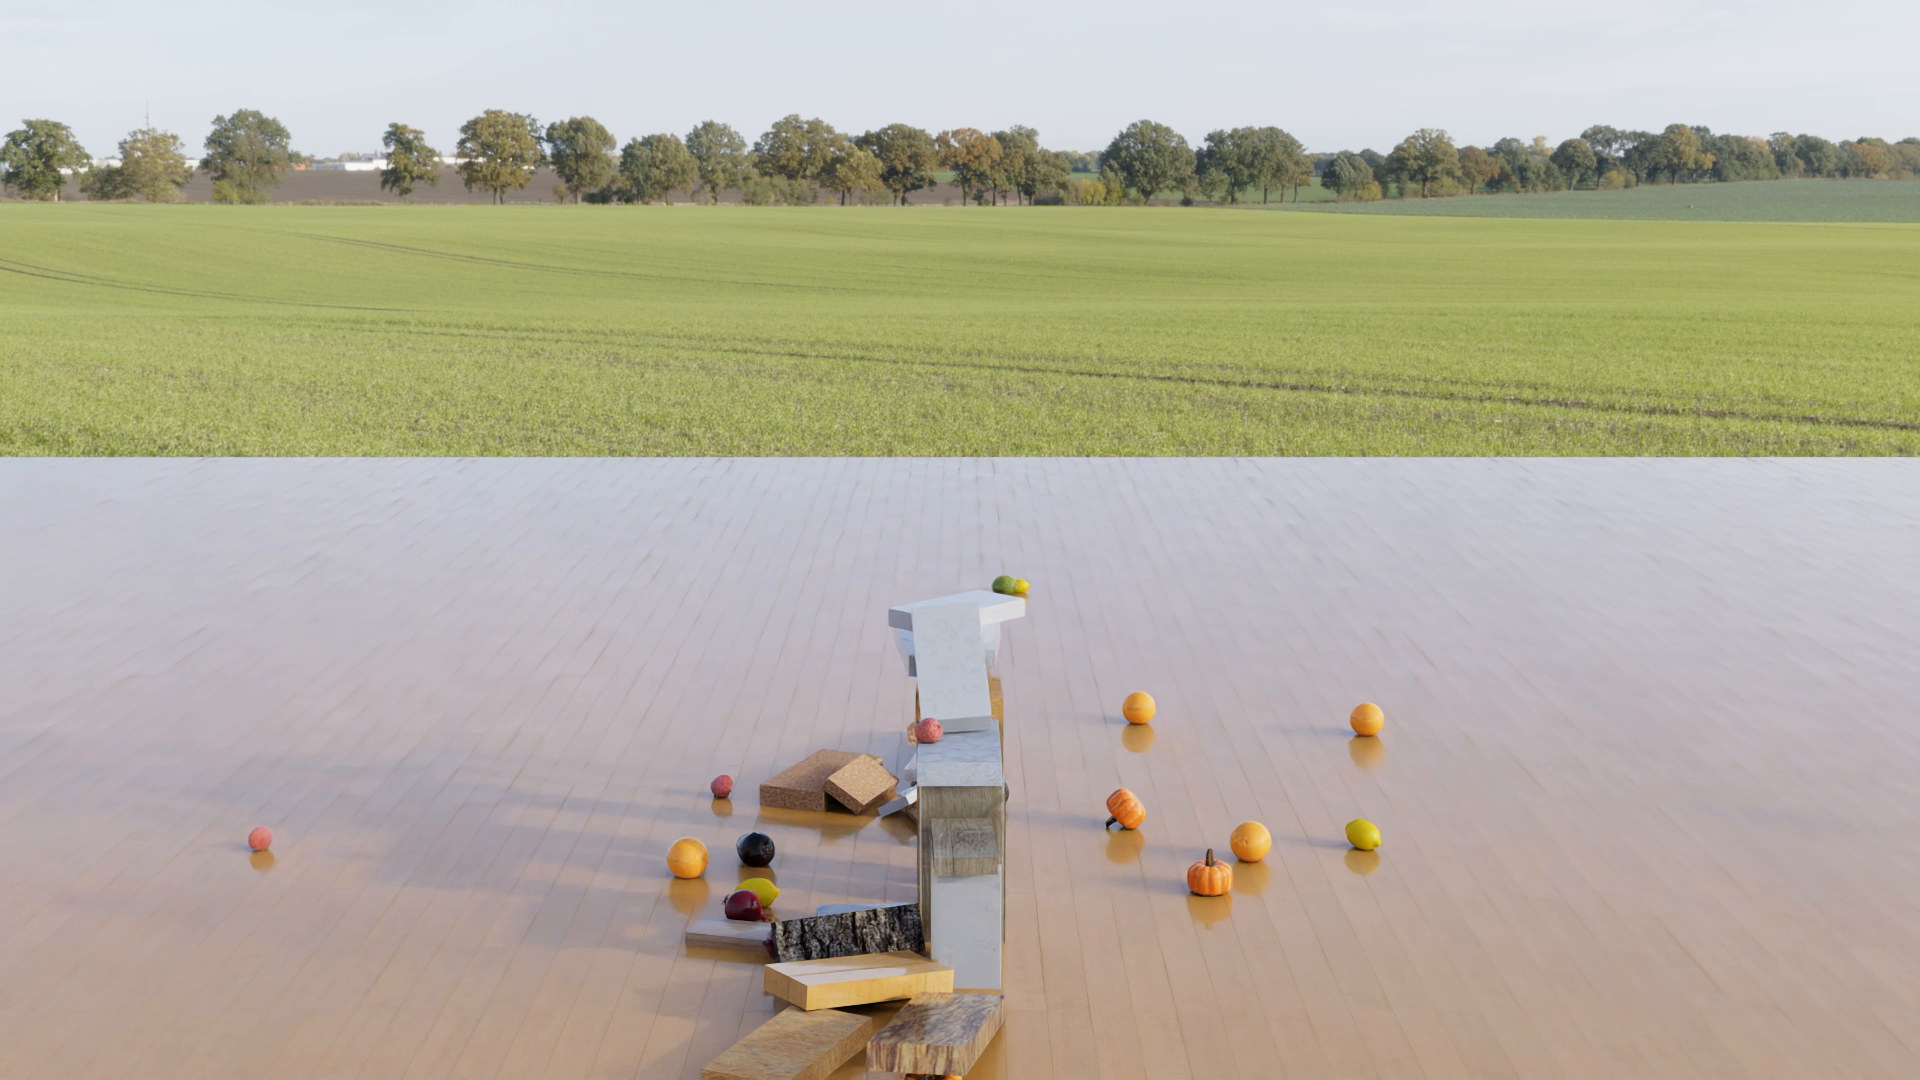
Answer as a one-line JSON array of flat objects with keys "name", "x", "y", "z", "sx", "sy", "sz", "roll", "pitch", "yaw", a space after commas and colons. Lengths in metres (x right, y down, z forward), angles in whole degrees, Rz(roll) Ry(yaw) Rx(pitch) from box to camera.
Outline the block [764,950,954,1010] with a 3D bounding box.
[{"name": "block", "x": -0.147, "y": 0.639, "z": 3.202, "sx": 0.248, "sy": 0.035, "sz": 0.124, "roll": 1, "pitch": 4, "yaw": -34}]

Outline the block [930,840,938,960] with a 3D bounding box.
[{"name": "block", "x": 0.002, "y": 0.551, "z": 3.371, "sx": 0.093, "sy": 0.185, "sz": 0.026, "roll": 0, "pitch": 10, "yaw": 0}]

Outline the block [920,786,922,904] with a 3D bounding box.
[{"name": "block", "x": -0.001, "y": 0.468, "z": 3.614, "sx": 0.130, "sy": 0.261, "sz": 0.037, "roll": 0, "pitch": 10, "yaw": 0}]

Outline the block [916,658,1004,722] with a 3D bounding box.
[{"name": "block", "x": -0.001, "y": 0.255, "z": 3.772, "sx": 0.145, "sy": 0.041, "sz": 0.290, "roll": 0, "pitch": 10, "yaw": 0}]

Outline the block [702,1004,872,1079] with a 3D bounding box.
[{"name": "block", "x": -0.232, "y": 0.699, "z": 2.988, "sx": 0.124, "sy": 0.035, "sz": 0.247, "roll": 5, "pitch": 12, "yaw": 25}]

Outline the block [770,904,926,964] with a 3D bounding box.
[{"name": "block", "x": -0.170, "y": 0.608, "z": 3.366, "sx": 0.233, "sy": 0.073, "sz": 0.021, "roll": -4, "pitch": -13, "yaw": -21}]

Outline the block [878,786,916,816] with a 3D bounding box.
[{"name": "block", "x": -0.098, "y": 0.482, "z": 4.121, "sx": 0.065, "sy": 0.018, "sz": 0.130, "roll": -27, "pitch": -1, "yaw": 25}]

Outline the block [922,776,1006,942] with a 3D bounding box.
[{"name": "block", "x": 0.006, "y": 0.499, "z": 3.442, "sx": 0.131, "sy": 0.261, "sz": 0.037, "roll": 0, "pitch": 11, "yaw": 1}]

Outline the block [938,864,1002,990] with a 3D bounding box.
[{"name": "block", "x": 0.015, "y": 0.572, "z": 3.257, "sx": 0.093, "sy": 0.185, "sz": 0.026, "roll": 1, "pitch": 11, "yaw": 3}]

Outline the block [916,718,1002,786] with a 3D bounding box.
[{"name": "block", "x": -0.002, "y": 0.336, "z": 3.504, "sx": 0.131, "sy": 0.037, "sz": 0.261, "roll": 0, "pitch": 11, "yaw": 0}]

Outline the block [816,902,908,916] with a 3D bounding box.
[{"name": "block", "x": -0.155, "y": 0.606, "z": 3.525, "sx": 0.147, "sy": 0.021, "sz": 0.073, "roll": -1, "pitch": 11, "yaw": -5}]

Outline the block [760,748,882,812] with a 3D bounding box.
[{"name": "block", "x": -0.266, "y": 0.463, "z": 4.250, "sx": 0.133, "sy": 0.038, "sz": 0.266, "roll": 4, "pitch": 11, "yaw": 22}]

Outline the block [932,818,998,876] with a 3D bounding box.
[{"name": "block", "x": 0.005, "y": 0.458, "z": 3.293, "sx": 0.093, "sy": 0.026, "sz": 0.185, "roll": 0, "pitch": 11, "yaw": -2}]

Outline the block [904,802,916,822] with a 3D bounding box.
[{"name": "block", "x": -0.052, "y": 0.500, "z": 4.038, "sx": 0.065, "sy": 0.018, "sz": 0.130, "roll": -26, "pitch": 17, "yaw": -13}]

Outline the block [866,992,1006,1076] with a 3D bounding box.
[{"name": "block", "x": -0.025, "y": 0.653, "z": 2.928, "sx": 0.124, "sy": 0.035, "sz": 0.459, "roll": 1, "pitch": -4, "yaw": 7}]

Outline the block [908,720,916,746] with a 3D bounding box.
[{"name": "block", "x": -0.028, "y": 0.389, "z": 4.476, "sx": 0.133, "sy": 0.038, "sz": 0.266, "roll": 0, "pitch": -1, "yaw": 4}]

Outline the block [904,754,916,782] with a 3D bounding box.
[{"name": "block", "x": -0.048, "y": 0.435, "z": 4.301, "sx": 0.087, "sy": 0.025, "sz": 0.174, "roll": 0, "pitch": 11, "yaw": 11}]

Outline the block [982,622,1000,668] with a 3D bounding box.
[{"name": "block", "x": 0.009, "y": 0.178, "z": 3.781, "sx": 0.113, "sy": 0.032, "sz": 0.227, "roll": 1, "pitch": 10, "yaw": 3}]

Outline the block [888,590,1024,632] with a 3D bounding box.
[{"name": "block", "x": -0.005, "y": 0.127, "z": 3.876, "sx": 0.113, "sy": 0.032, "sz": 0.227, "roll": 10, "pitch": 14, "yaw": 44}]

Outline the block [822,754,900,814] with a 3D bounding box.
[{"name": "block", "x": -0.188, "y": 0.463, "z": 4.174, "sx": 0.087, "sy": 0.025, "sz": 0.174, "roll": 35, "pitch": 20, "yaw": 12}]

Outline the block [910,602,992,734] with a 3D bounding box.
[{"name": "block", "x": -0.015, "y": 0.208, "z": 3.616, "sx": 0.113, "sy": 0.032, "sz": 0.260, "roll": -4, "pitch": 43, "yaw": -2}]

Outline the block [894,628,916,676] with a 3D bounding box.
[{"name": "block", "x": -0.038, "y": 0.191, "z": 3.904, "sx": 0.133, "sy": 0.038, "sz": 0.266, "roll": -1, "pitch": 10, "yaw": -7}]

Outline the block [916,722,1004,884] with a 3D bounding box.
[{"name": "block", "x": 0.000, "y": 0.436, "z": 3.705, "sx": 0.145, "sy": 0.290, "sz": 0.041, "roll": 0, "pitch": 11, "yaw": 0}]

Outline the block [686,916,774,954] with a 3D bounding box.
[{"name": "block", "x": -0.348, "y": 0.620, "z": 3.450, "sx": 0.147, "sy": 0.021, "sz": 0.073, "roll": 3, "pitch": 11, "yaw": 15}]
